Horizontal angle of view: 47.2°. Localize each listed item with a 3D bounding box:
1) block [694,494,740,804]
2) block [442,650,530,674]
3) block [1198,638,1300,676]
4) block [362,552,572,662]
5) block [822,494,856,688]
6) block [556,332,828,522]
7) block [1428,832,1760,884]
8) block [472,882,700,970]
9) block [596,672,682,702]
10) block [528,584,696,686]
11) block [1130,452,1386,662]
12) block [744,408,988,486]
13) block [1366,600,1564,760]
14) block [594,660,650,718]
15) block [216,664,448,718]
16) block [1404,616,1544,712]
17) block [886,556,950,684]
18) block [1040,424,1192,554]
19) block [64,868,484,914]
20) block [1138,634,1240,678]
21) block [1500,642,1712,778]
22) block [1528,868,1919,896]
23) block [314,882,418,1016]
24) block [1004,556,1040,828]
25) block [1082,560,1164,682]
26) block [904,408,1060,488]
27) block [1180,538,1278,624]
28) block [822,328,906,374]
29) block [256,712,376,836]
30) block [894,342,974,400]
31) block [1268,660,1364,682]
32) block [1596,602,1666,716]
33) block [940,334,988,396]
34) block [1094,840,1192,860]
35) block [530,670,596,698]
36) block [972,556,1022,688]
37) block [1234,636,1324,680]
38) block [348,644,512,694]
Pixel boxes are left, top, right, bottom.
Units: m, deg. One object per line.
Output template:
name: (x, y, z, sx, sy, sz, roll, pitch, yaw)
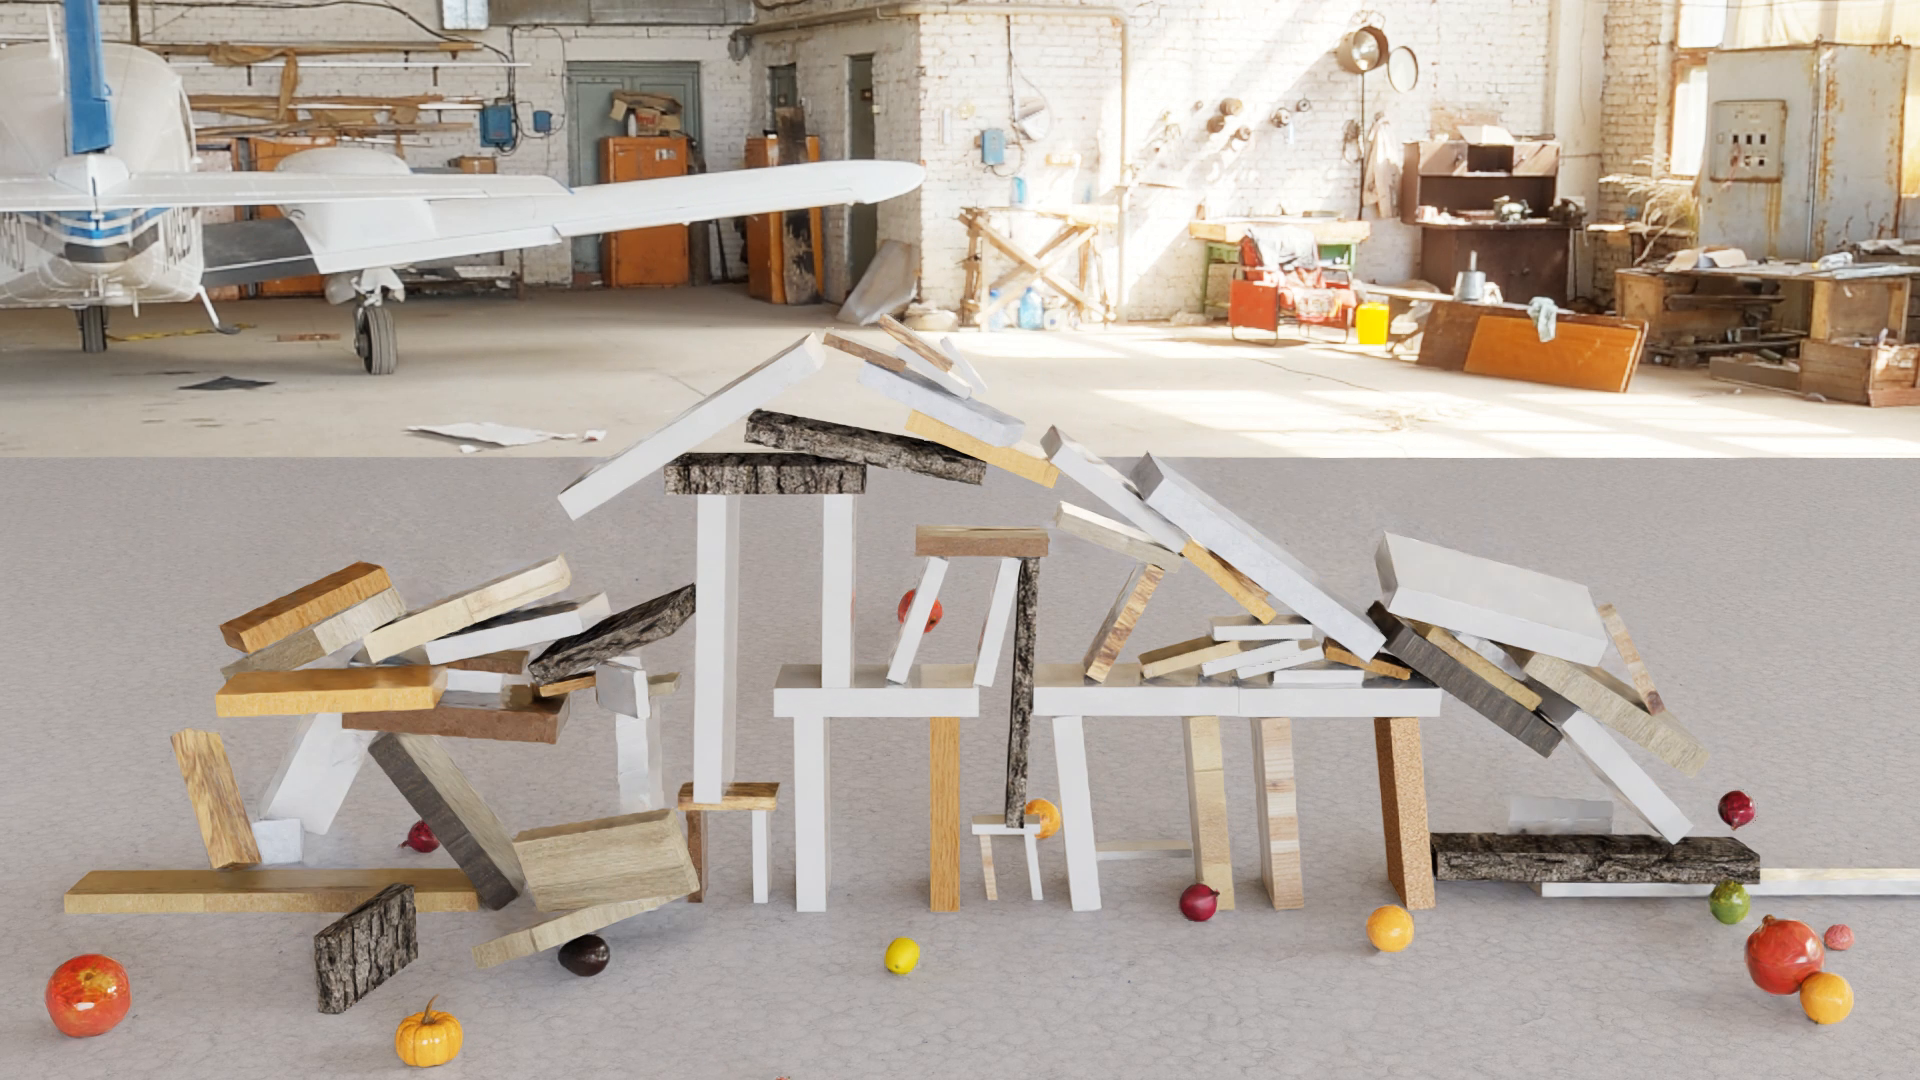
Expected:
block: (-0.396, 0.162, 3.582, 0.044, 0.505, 0.157, 3, 10, 2)
block: (-0.794, 0.197, 3.640, 0.148, 0.021, 0.074, 5, 11, -2)
block: (0.469, 0.183, 3.589, 0.158, 0.022, 0.079, -15, 11, 2)
block: (-0.806, 0.109, 3.619, 0.330, 0.047, 0.165, -21, 7, -5)
block: (-0.195, 0.068, 3.570, 0.044, 0.314, 0.157, 1, 11, 0)
block: (-0.427, -0.184, 3.535, 0.463, 0.047, 0.165, -31, 10, 8)
block: (1.054, 0.534, 3.693, 0.520, 0.047, 0.167, 0, 3, 5)
block: (-0.566, 0.579, 3.370, 0.124, 0.035, 0.397, -21, -5, 29)
block: (-0.526, 0.242, 3.603, 0.130, 0.018, 0.065, -8, 11, 4)
block: (-0.558, 0.154, 3.567, 0.268, 0.038, 0.134, -21, 12, 22)
block: (0.481, 0.026, 3.565, 0.459, 0.049, 0.174, 35, 11, -13)
block: (-0.149, -0.150, 3.532, 0.383, 0.038, 0.134, 10, 10, -2)
block: (0.824, 0.228, 3.621, 0.335, 0.047, 0.167, 33, 8, -12)
block: (-0.536, 0.236, 3.486, 0.021, 0.074, 0.148, -9, 8, -33)
block: (-0.992, 0.238, 3.484, 0.333, 0.036, 0.126, -2, 13, -2)
block: (0.841, 0.193, 3.604, 0.244, 0.027, 0.094, 33, 11, -20)
block: (-0.068, 0.119, 3.577, 0.030, 0.213, 0.107, 20, 10, -4)
block: (0.249, -0.082, 3.536, 0.261, 0.036, 0.126, 35, 11, -15)
block: (-1.121, 0.580, 3.634, 0.667, 0.033, 0.117, 0, 11, -1)
block: (0.373, 0.186, 3.589, 0.158, 0.022, 0.079, -16, 10, 2)
block: (1.048, 0.251, 3.597, 0.348, 0.049, 0.174, 32, 14, -11)
block: (1.330, 0.571, 3.672, 0.744, 0.025, 0.089, 0, 3, -1)
block: (-0.881, 0.605, 3.268, 0.033, 0.117, 0.234, 2, 11, 14)
block: (0.101, 0.240, 3.603, 0.029, 0.452, 0.104, 3, 11, -1)
block: (0.265, 0.124, 3.580, 0.029, 0.207, 0.103, 28, 9, -5)
block: (0.038, -0.156, 3.531, 0.253, 0.036, 0.126, 22, 11, -3)
block: (0.429, 0.058, 3.574, 0.189, 0.027, 0.095, 40, 7, -9)
block: (-0.151, -0.301, 3.504, 0.135, 0.019, 0.067, 20, 10, -3)
block: (-1.141, 0.396, 3.935, 0.126, 0.253, 0.036, 25, 5, -42)
block: (-0.041, -0.270, 3.507, 0.135, 0.019, 0.068, 34, 9, 1)
block: (0.580, 0.215, 3.595, 0.145, 0.020, 0.071, 0, 11, -1)
block: (1.085, 0.191, 3.557, 0.025, 0.177, 0.089, -27, 4, 13)
block: (0.006, -0.280, 3.517, 0.015, 0.105, 0.053, -37, 9, 7)
block: (0.311, 0.545, 3.869, 0.186, 0.015, 0.053, -1, 11, -5)
block: (-0.636, 0.235, 3.626, 0.131, 0.018, 0.065, -11, 6, -23)
block: (0.060, 0.122, 3.578, 0.030, 0.213, 0.107, 13, 10, -2)
block: (0.517, 0.192, 3.590, 0.141, 0.020, 0.071, -14, 11, 2)
block: (-0.881, 0.214, 3.665, 0.248, 0.035, 0.124, 4, 10, -4)
